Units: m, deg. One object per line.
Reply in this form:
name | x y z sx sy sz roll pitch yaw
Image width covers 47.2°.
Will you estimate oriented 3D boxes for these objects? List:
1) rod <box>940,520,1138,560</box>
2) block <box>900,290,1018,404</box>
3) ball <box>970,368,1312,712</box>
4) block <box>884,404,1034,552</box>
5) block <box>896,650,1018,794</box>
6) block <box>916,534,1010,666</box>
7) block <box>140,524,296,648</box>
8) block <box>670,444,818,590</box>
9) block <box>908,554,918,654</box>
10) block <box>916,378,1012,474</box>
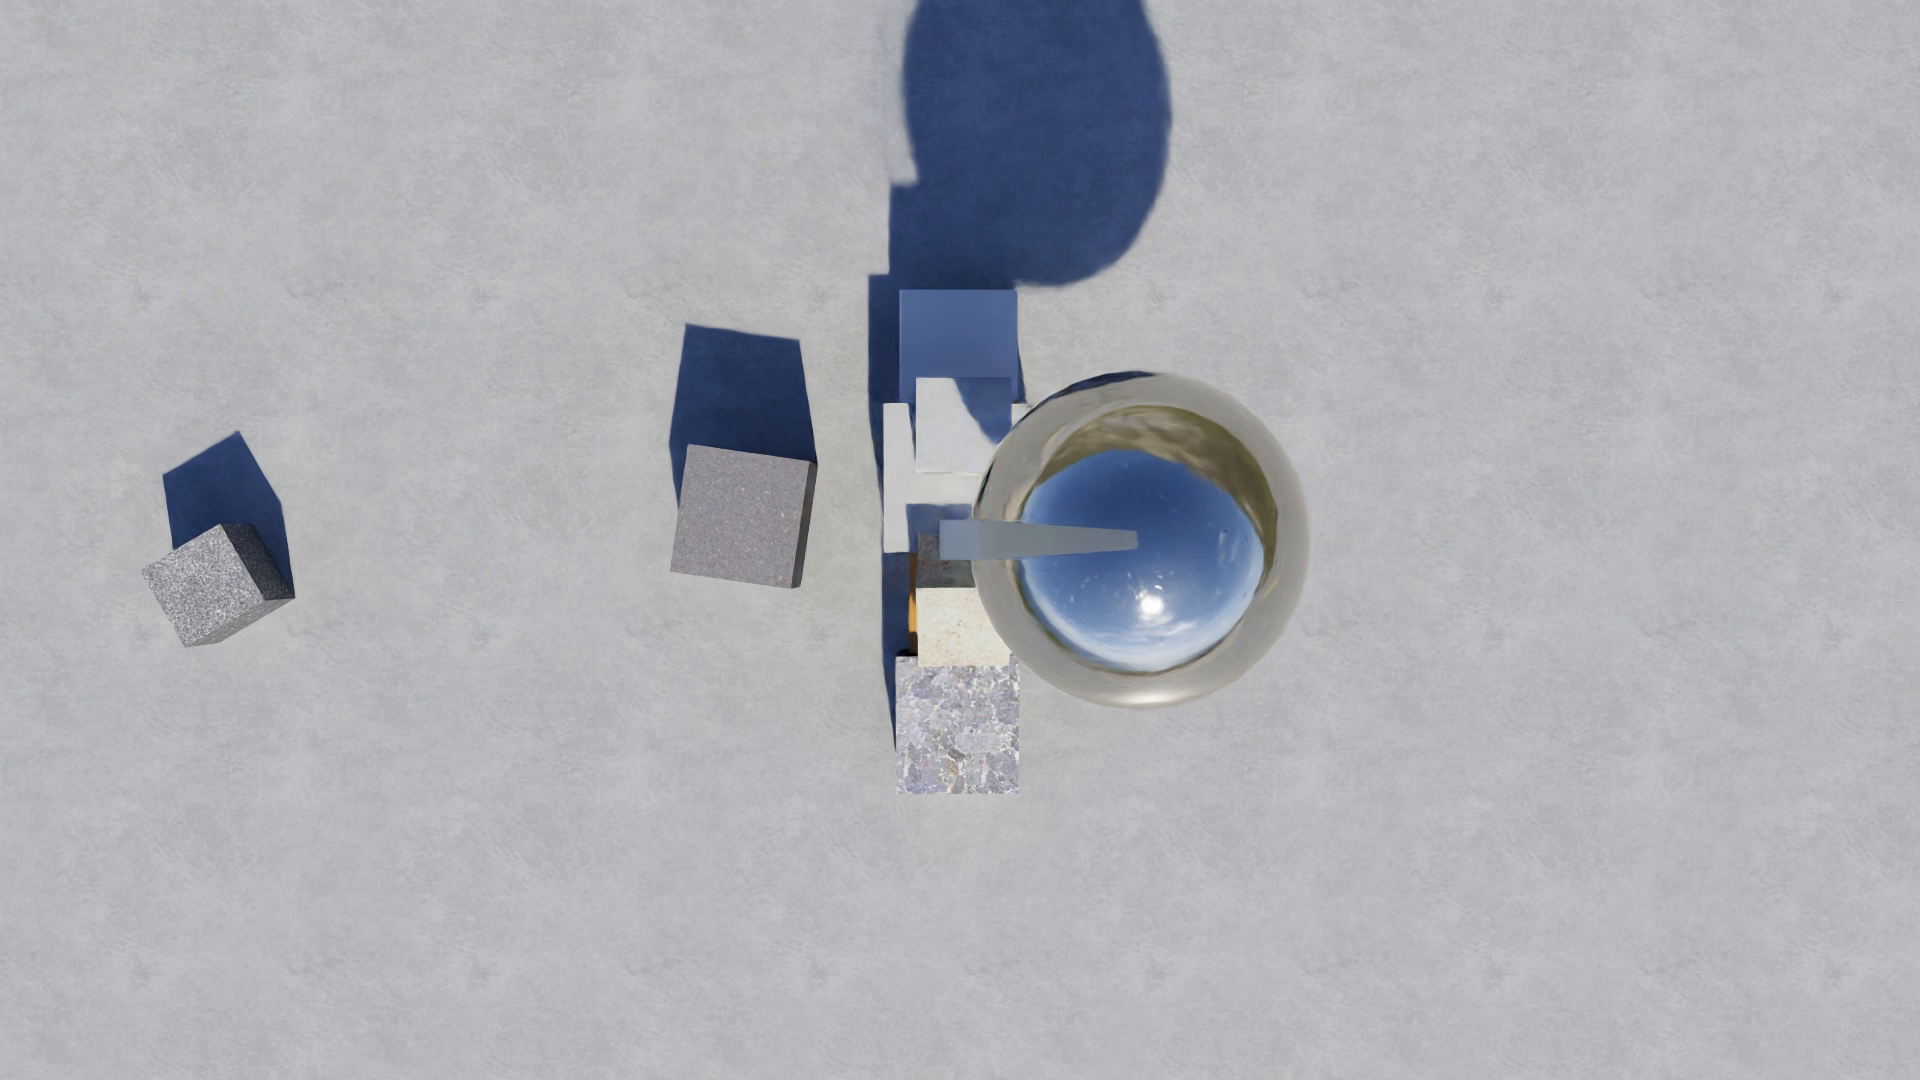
rod | 0.364 0.000 6.952 0.080 5.200 0.080 0 90 8
block | -0.008 -1.090 12.712 0.665 0.576 0.648 0 90 0
ball | 0.840 0.000 10.318 1.600 1.600 1.600 0 90 0
block | -0.009 -0.343 12.577 0.828 0.846 0.825 0 90 0
block | -0.015 1.032 12.627 0.684 0.747 0.765 0 90 0
block | 0.021 0.327 12.035 0.506 0.492 0.533 0 126 0
block | -4.280 0.257 12.712 0.525 0.575 0.506 -30 90 0
block | -1.226 -0.131 12.614 0.680 0.772 0.718 8 90 0
block | -0.002 0.359 12.695 0.573 0.609 0.560 0 90 0
block | 0.019 -0.616 11.931 0.506 0.445 0.498 0 90 0
